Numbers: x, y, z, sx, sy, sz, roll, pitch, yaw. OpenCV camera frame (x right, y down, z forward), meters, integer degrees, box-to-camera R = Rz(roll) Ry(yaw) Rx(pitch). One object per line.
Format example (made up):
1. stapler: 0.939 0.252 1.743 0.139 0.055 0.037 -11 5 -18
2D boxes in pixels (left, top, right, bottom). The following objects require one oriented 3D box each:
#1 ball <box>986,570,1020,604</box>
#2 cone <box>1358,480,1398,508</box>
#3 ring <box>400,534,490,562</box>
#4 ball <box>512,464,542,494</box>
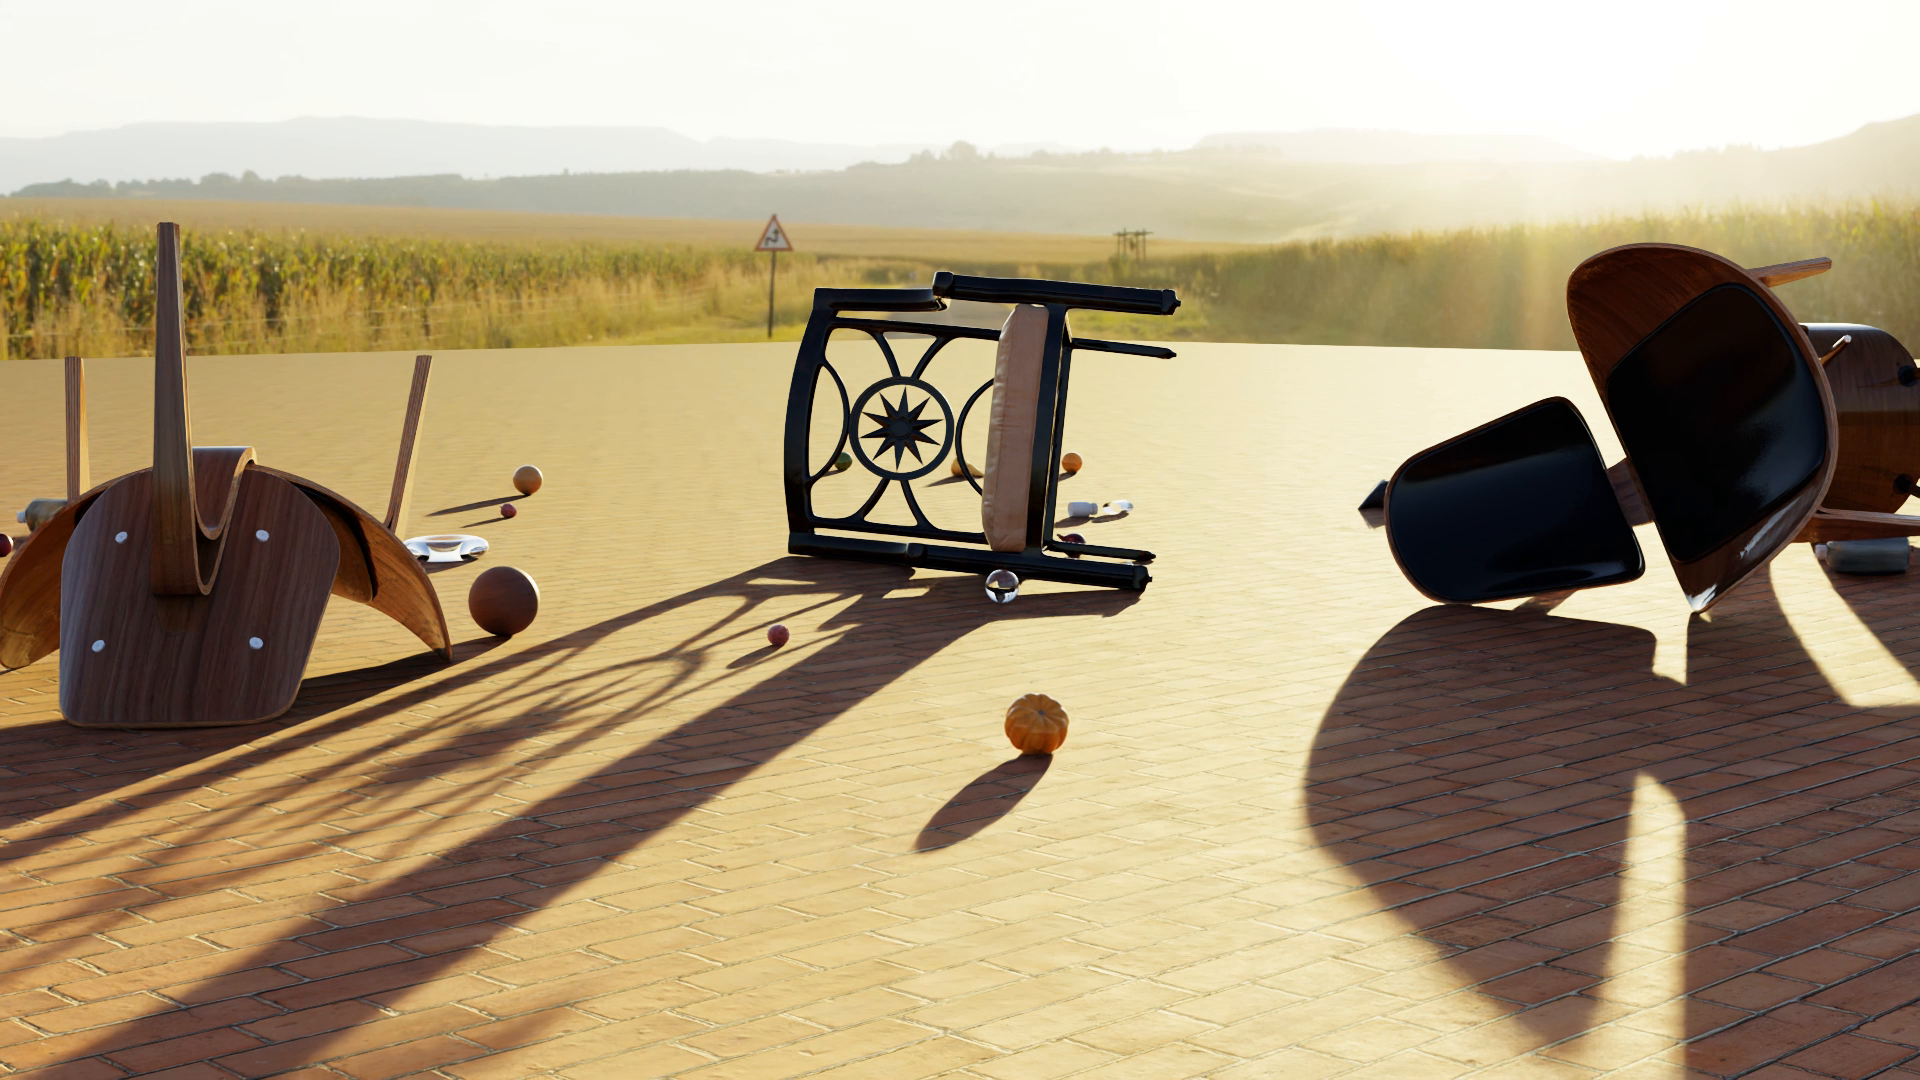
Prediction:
1. ball: 0.085 0.093 5.169 0.069 0.069 0.069 0 6 0
2. cone: 1.173 -0.110 7.293 0.122 0.082 0.090 -25 12 -28
3. ring: -1.204 0.019 5.993 0.207 0.049 0.213 -3 6 -19
4. ball: -1.303 -0.182 7.736 0.090 0.090 0.090 0 6 0
